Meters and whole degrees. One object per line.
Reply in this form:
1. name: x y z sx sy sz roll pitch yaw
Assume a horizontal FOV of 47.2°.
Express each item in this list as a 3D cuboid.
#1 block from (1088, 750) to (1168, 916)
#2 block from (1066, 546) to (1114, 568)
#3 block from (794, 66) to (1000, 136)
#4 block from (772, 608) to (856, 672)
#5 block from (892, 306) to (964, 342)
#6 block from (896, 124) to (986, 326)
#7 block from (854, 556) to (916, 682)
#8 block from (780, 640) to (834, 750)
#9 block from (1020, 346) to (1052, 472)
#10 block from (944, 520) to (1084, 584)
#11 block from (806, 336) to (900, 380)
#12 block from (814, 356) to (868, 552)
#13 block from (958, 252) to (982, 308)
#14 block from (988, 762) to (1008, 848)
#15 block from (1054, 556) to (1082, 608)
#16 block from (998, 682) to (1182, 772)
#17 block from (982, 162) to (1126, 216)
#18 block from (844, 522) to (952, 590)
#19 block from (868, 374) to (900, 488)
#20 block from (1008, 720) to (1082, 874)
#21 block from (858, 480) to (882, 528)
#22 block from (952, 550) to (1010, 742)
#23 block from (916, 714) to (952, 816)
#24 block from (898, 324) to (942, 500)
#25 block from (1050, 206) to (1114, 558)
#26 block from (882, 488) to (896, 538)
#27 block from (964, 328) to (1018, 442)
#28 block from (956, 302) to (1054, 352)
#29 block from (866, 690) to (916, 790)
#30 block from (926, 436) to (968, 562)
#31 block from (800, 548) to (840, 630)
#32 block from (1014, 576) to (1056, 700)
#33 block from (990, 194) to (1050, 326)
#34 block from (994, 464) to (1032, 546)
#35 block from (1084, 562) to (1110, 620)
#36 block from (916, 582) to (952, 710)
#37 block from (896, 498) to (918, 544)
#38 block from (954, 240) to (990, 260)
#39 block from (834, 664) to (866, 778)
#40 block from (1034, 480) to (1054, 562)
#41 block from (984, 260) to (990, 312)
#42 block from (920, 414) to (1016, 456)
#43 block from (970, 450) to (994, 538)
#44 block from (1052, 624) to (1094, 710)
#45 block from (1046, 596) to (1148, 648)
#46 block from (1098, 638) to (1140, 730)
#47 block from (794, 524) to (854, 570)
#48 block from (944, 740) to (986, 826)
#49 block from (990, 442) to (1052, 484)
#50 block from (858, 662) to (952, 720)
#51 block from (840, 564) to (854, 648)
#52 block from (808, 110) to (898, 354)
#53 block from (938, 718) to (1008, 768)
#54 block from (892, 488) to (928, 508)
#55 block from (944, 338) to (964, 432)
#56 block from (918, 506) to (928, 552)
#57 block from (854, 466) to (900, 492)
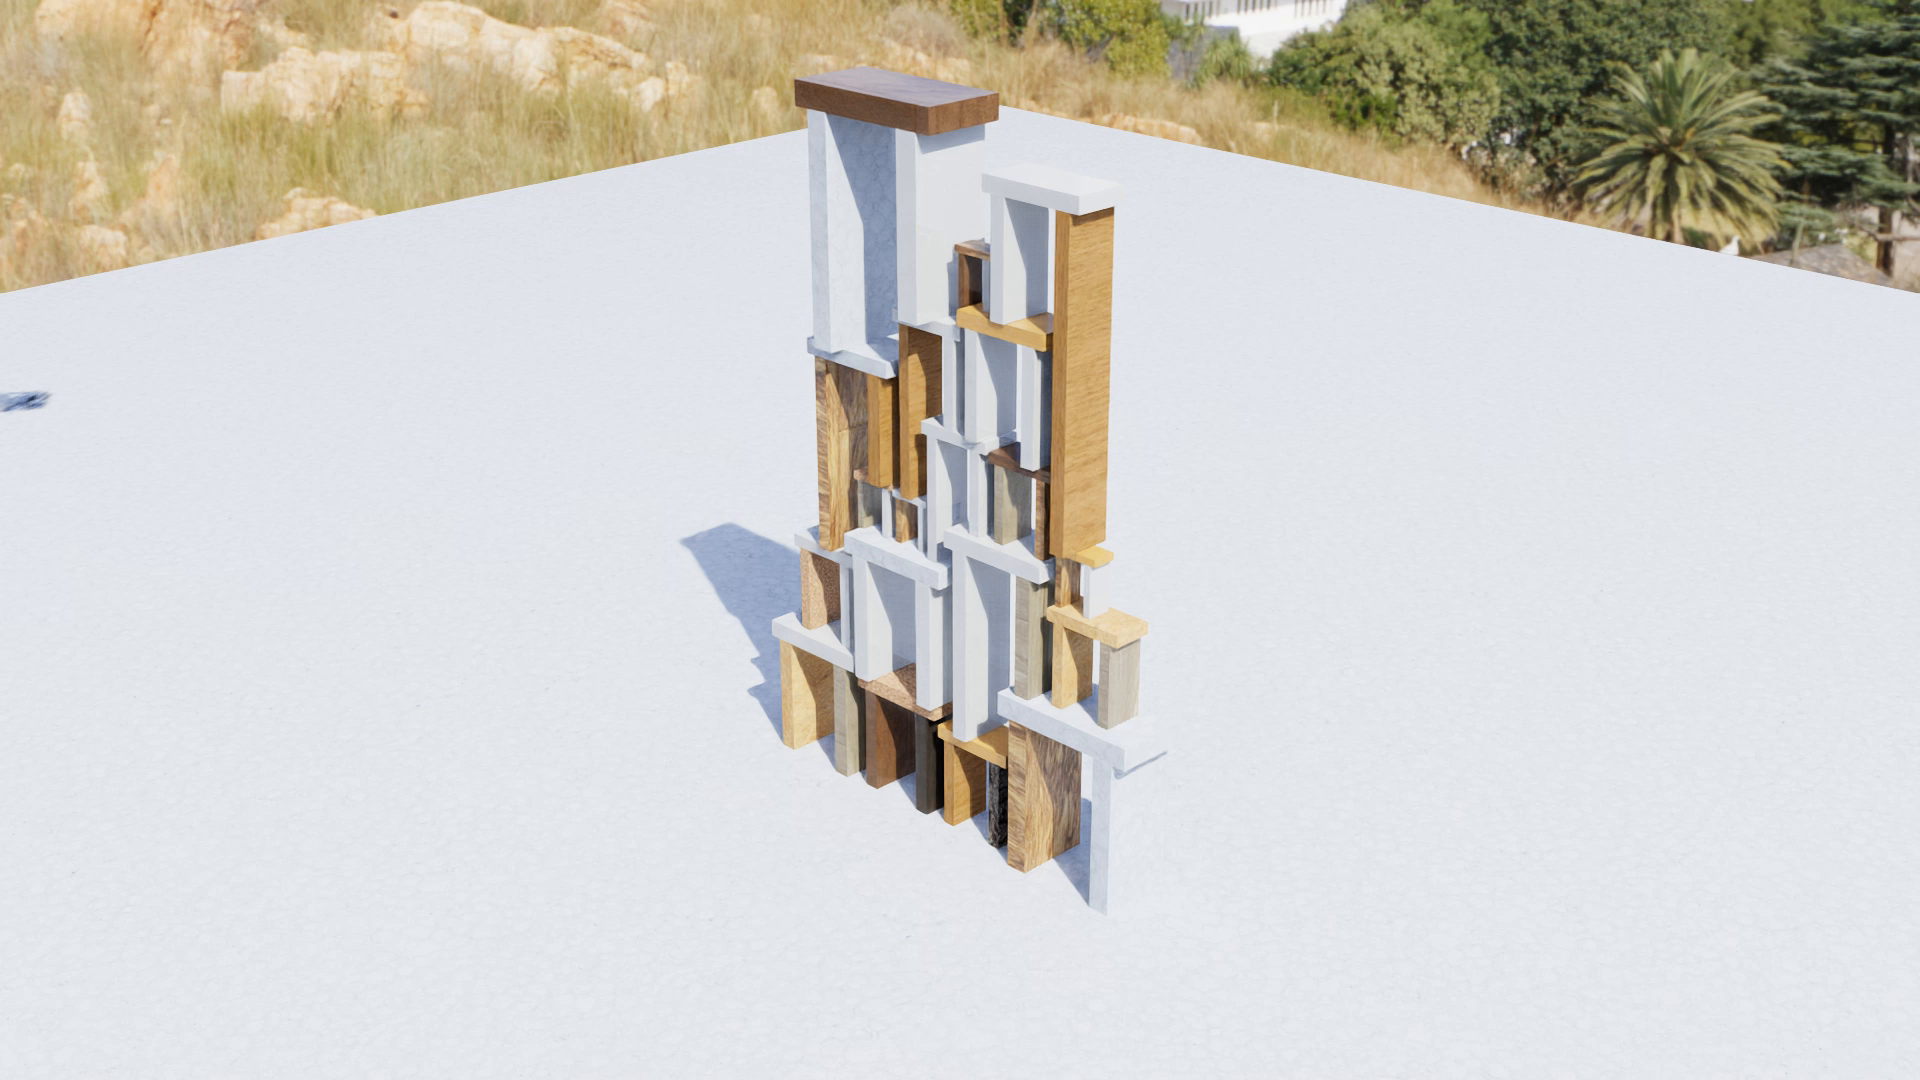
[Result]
1. block: 0.315 0.528 4.109 0.045 0.319 0.159 21 31 41
2. block: 0.222 0.022 3.990 0.053 0.015 0.105 -21 31 -40
3. block: -0.118 -0.804 4.014 0.355 0.050 0.177 21 31 40
4. block: -0.263 0.202 4.594 0.252 0.036 0.126 21 31 41
5. block: -0.032 -0.410 4.090 0.179 0.025 0.090 21 31 40
6. block: -0.034 -0.585 4.016 0.050 0.355 0.177 21 31 40
7. block: -0.151 0.139 4.442 0.038 0.268 0.134 21 31 41
8. block: -0.322 0.311 4.705 0.036 0.252 0.126 21 31 41
9. block: 0.158 -0.248 3.947 0.030 0.230 0.107 21 31 41
10. block: 0.100 0.014 4.121 0.247 0.035 0.123 21 31 41
11. block: -0.180 -0.366 4.268 0.113 0.032 0.227 -21 31 -40
12. block: -0.233 -0.184 4.403 0.113 0.409 0.032 -21 31 -41
13. block: 0.019 -0.461 4.004 0.014 0.135 0.048 21 31 40
14. block: 0.099 0.506 4.329 0.026 0.186 0.093 21 31 41
15. block: 0.199 0.067 4.036 0.053 0.105 0.015 -21 31 -40
16. block: 0.240 0.331 4.107 0.319 0.045 0.159 21 31 41
17. block: 0.159 -0.606 3.788 0.115 0.033 0.230 -21 31 -40
18. block: -0.088 0.023 4.324 0.268 0.038 0.134 21 31 41
19. block: -0.126 -0.225 4.268 0.032 0.227 0.113 21 31 41
20. block: 0.165 0.469 4.247 0.045 0.319 0.159 21 31 41
21. block: -0.179 -0.078 4.382 0.015 0.103 0.052 21 31 40
22. block: 0.042 0.190 4.259 0.035 0.398 0.123 21 31 41
23. block: -0.039 0.435 4.452 0.111 0.221 0.031 -21 31 -41
24. block: -0.074 -0.254 4.202 0.025 0.351 0.090 21 31 41
25. block: 0.214 -0.278 3.868 0.033 0.633 0.115 21 31 41
26. block: -0.130 -0.060 4.338 0.015 0.103 0.052 21 31 41
27. block: 0.057 -0.295 4.036 0.030 0.213 0.107 21 31 40
28. block: 0.107 -0.387 3.942 0.213 0.030 0.107 21 31 41
29. block: -0.143 0.394 4.548 0.031 0.221 0.111 21 31 41
30. block: -0.024 -0.088 4.211 0.024 0.256 0.085 21 31 41
31. block: -0.288 0.089 4.581 0.026 0.182 0.091 21 31 41
32. block: 0.158 0.166 4.123 0.035 0.247 0.123 21 31 41
33. block: 0.106 -0.506 3.889 0.115 0.230 0.033 -21 31 -41
34. block: 0.099 -0.074 4.086 0.022 0.155 0.077 21 31 41
35. block: 0.248 0.087 3.990 0.053 0.105 0.015 -21 31 -40
36. block: -0.025 0.189 4.325 0.134 0.268 0.038 -21 31 -41
37. block: -0.104 -0.045 4.314 0.013 0.094 0.047 21 31 40
38. block: 0.041 -0.521 3.954 0.048 0.014 0.096 -21 31 -40
39. block: -0.203 0.357 4.596 0.036 0.252 0.126 21 31 41
40. block: 0.172 -0.046 4.019 0.022 0.155 0.077 21 31 40
41. block: 0.064 -0.461 3.954 0.014 0.096 0.048 21 31 41
42. block: 0.016 -0.201 4.120 0.169 0.024 0.085 21 31 41
43. block: 0.056 -0.097 4.120 0.024 0.169 0.085 21 31 41
44. block: 0.210 0.222 4.088 0.024 0.171 0.086 21 31 41
45. block: 0.250 0.148 4.013 0.086 0.024 0.171 -21 31 -40
46. block: 0.291 0.253 4.014 0.024 0.171 0.086 21 31 41
47. block: -0.245 0.010 4.501 0.091 0.026 0.182 -21 31 -41
48. block: 0.011 0.472 4.410 0.026 0.186 0.093 21 31 41
49. block: 0.136 -0.142 4.018 0.155 0.022 0.077 21 31 41
50. block: -0.091 0.298 4.451 0.221 0.031 0.111 21 31 41
51. block: -0.202 0.123 4.502 0.091 0.182 0.026 -21 31 -41
52. block: -0.202 -0.601 4.191 0.177 0.461 0.050 -21 31 -40
53. block: 0.055 0.391 4.328 0.186 0.026 0.093 21 31 41
54. block: -0.082 -0.086 4.272 0.095 0.013 0.047 21 31 41
55. block: 0.010 -0.300 4.091 0.025 0.179 0.090 21 31 40
56. block: -0.060 -0.027 4.273 0.013 0.094 0.047 21 31 41
57. block: -0.155 -0.123 4.336 0.103 0.015 0.052 20 30 39
